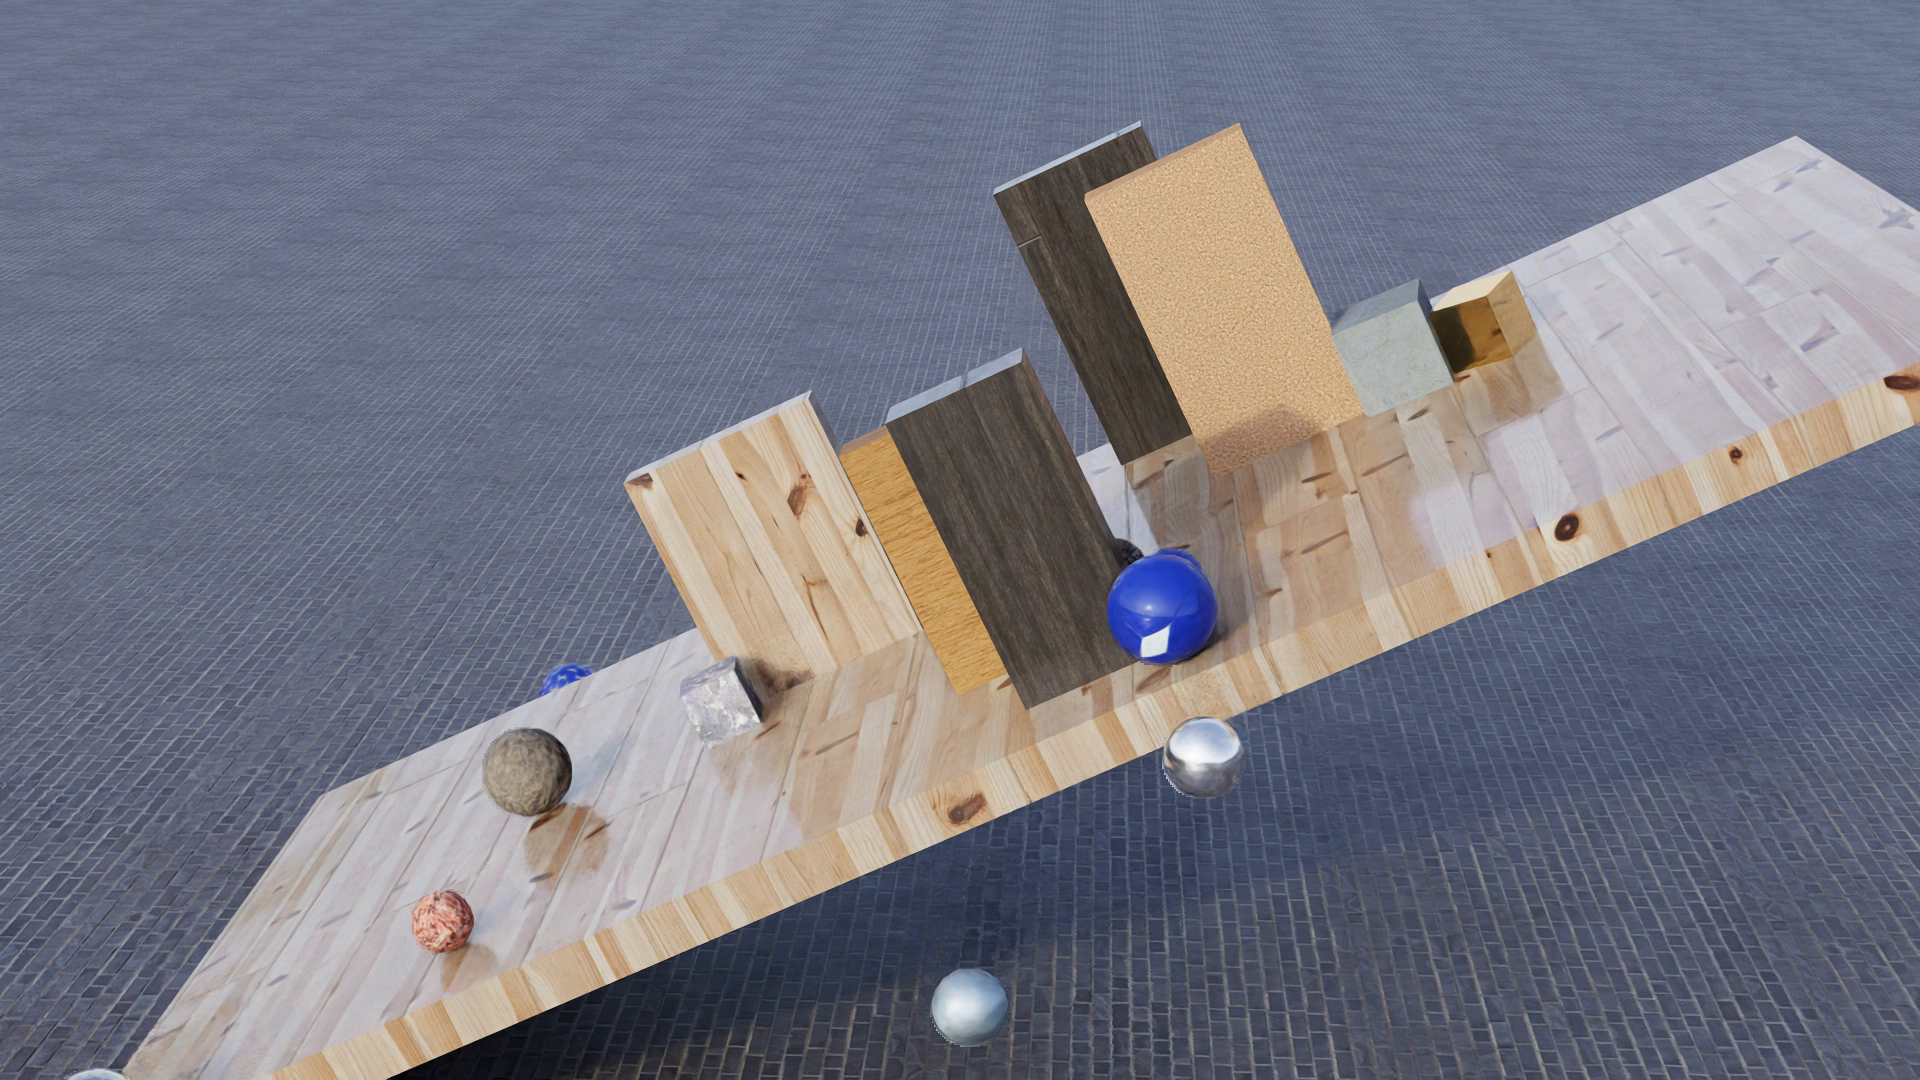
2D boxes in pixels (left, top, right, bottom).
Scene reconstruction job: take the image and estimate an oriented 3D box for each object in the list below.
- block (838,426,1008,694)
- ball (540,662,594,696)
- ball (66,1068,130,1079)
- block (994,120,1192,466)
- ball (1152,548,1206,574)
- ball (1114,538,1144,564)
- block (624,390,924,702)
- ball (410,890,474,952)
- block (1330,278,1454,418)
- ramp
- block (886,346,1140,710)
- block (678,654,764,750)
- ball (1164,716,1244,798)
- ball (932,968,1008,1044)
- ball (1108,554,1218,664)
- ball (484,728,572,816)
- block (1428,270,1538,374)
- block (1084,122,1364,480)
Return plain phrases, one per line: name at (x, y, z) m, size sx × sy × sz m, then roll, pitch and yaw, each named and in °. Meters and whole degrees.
block at (0.011, 0.002, 5.765) m, size 0.284 × 0.533 × 0.101 m, roll -24°, pitch 13°, yaw 9°
ball at (-1.098, 0.437, 8.323) m, size 0.179 × 0.179 × 0.179 m, roll 0°, pitch 16°, yaw 0°
ball at (-1.614, 1.081, 5.496) m, size 0.186 × 0.186 × 0.186 m, roll 0°, pitch 16°, yaw 0°
block at (0.399, -0.572, 6.860) m, size 0.374 × 0.708 × 0.097 m, roll -24°, pitch 13°, yaw 9°
ball at (0.402, 0.081, 5.600) m, size 0.134 × 0.134 × 0.134 m, roll 0°, pitch 16°, yaw 0°
ball at (0.292, 0.078, 5.746) m, size 0.168 × 0.168 × 0.168 m, roll 0°, pitch 16°, yaw 0°
block at (-0.399, 0.024, 6.386) m, size 0.444 × 0.565 × 0.093 m, roll -24°, pitch 13°, yaw 9°
ball at (-1.011, 0.745, 5.745) m, size 0.121 × 0.121 × 0.121 m, roll 0°, pitch 16°, yaw 0°
block at (0.938, -0.417, 6.364) m, size 0.199 × 0.199 × 0.199 m, roll -22°, pitch 14°, yaw 17°
ramp at (0.136, 0.169, 6.282) m, size 4.000 × 0.100 × 2.000 m, roll -24°, pitch 13°, yaw 9°
block at (0.120, -0.020, 5.480) m, size 0.275 × 0.607 × 0.132 m, roll -24°, pitch 13°, yaw 9°
block at (-0.512, 0.347, 6.310) m, size 0.132 × 0.132 × 0.132 m, roll -25°, pitch 13°, yaw 3°
ball at (0.418, 0.371, 5.046) m, size 0.139 × 0.139 × 0.139 m, roll 0°, pitch 16°, yaw 0°
ball at (0.017, 0.816, 5.150) m, size 0.133 × 0.133 × 0.133 m, roll 0°, pitch 16°, yaw 0°
ball at (0.368, 0.125, 5.346) m, size 0.201 × 0.201 × 0.201 m, roll 0°, pitch 16°, yaw 0°
ball at (-0.938, 0.503, 6.382) m, size 0.191 × 0.191 × 0.191 m, roll 0°, pitch 16°, yaw 0°
block at (1.125, -0.469, 6.328) m, size 0.146 × 0.146 × 0.146 m, roll -15°, pitch 17°, yaw 39°
block at (0.577, -0.514, 6.370) m, size 0.365 × 0.675 × 0.097 m, roll -24°, pitch 13°, yaw 9°
